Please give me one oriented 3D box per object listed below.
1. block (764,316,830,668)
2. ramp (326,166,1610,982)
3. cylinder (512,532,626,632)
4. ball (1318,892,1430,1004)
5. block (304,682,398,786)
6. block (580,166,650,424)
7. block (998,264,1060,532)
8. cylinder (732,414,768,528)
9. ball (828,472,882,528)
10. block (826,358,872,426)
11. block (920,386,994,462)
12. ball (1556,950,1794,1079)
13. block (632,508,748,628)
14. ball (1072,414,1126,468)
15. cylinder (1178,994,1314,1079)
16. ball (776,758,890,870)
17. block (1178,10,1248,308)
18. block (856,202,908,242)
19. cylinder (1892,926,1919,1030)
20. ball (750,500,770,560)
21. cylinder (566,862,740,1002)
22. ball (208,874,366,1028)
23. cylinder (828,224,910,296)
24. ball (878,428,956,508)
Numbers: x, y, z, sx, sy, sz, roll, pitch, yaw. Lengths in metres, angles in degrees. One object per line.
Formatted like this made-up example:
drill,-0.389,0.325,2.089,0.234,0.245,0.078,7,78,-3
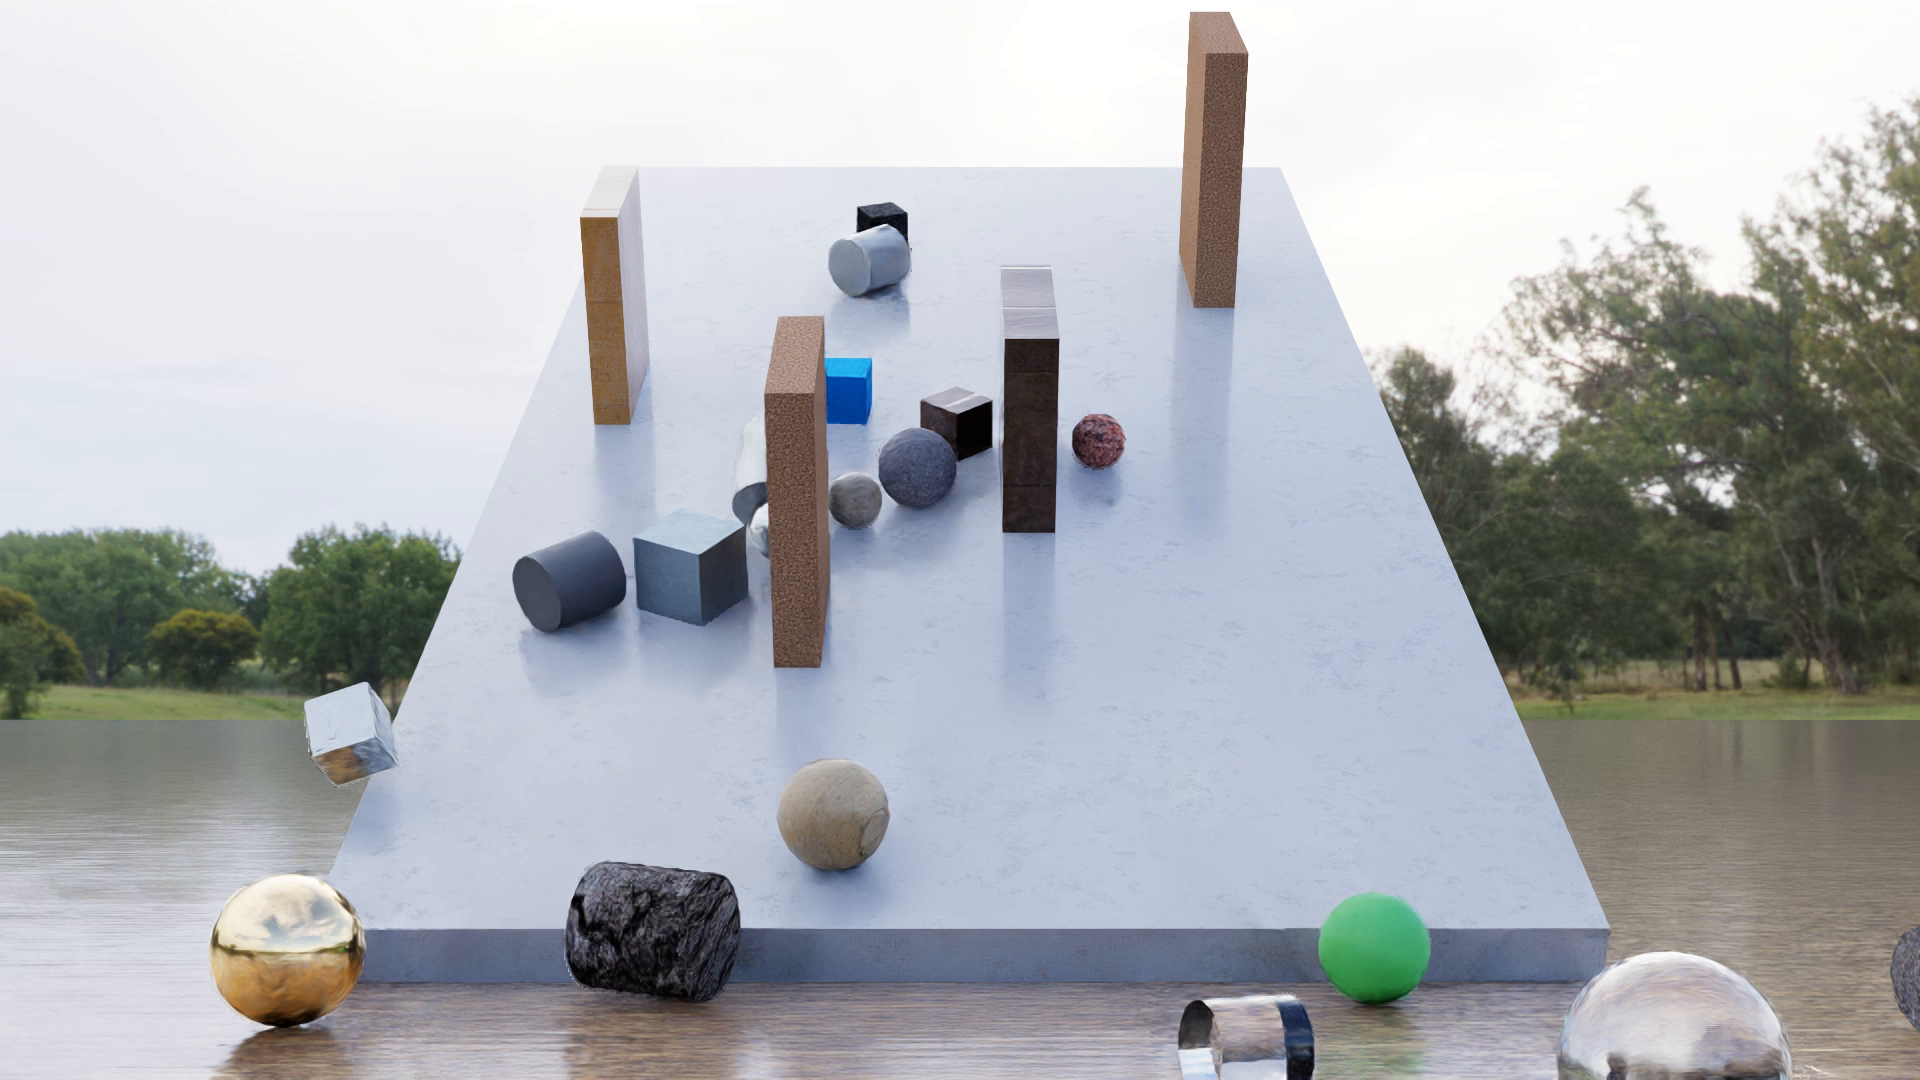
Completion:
block,-0.301,-0.094,4.406,0.087,0.547,0.386,0,26,0
ramp,-0.010,-0.229,5.431,2.000,0.100,4.000,0,26,0
cylinder,-0.745,0.079,4.496,0.154,0.154,0.154,-24,12,-39
ball,0.596,0.587,3.388,0.159,0.159,0.159,0,-4,0
block,-1.025,0.326,3.962,0.110,0.110,0.110,-18,-33,-2
block,-0.796,-0.572,5.454,0.083,0.494,0.391,0,26,0
block,0.142,-0.305,4.981,0.110,0.430,0.446,0,26,0
cylinder,-0.371,-0.136,4.844,0.179,0.179,0.179,2,-36,2
ball,-0.218,-0.083,4.881,0.115,0.115,0.115,0,-4,0
block,-0.267,-0.343,5.417,0.117,0.117,0.117,2,26,4
block,-0.008,-0.259,5.247,0.115,0.115,0.115,23,34,39
ball,0.639,0.471,2.110,0.203,0.203,0.203,0,-4,0
block,-0.520,0.052,4.555,0.154,0.154,0.154,14,29,27
ball,0.304,-0.219,5.160,0.119,0.119,0.119,0,-4,0
cylinder,0.308,0.548,2.536,0.108,0.108,0.108,1,-4,-20
ball,-0.201,0.435,3.736,0.179,0.179,0.179,0,-4,0
block,0.658,-0.998,6.146,0.106,0.665,0.447,0,26,0
block,-0.215,-0.862,6.503,0.107,0.107,0.107,-11,28,-22
cylinder,1.319,0.571,3.070,0.138,0.138,0.138,0,-4,-16
ball,-0.355,-0.023,4.730,0.137,0.137,0.137,0,-4,0
cylinder,-0.446,0.569,3.431,0.185,0.185,0.185,3,-3,23
ball,-0.896,0.547,3.138,0.202,0.202,0.202,0,-4,0
cylinder,-0.238,-0.735,6.181,0.155,0.155,0.155,-4,16,46
ball,-0.090,-0.153,4.965,0.168,0.168,0.168,0,-4,0
